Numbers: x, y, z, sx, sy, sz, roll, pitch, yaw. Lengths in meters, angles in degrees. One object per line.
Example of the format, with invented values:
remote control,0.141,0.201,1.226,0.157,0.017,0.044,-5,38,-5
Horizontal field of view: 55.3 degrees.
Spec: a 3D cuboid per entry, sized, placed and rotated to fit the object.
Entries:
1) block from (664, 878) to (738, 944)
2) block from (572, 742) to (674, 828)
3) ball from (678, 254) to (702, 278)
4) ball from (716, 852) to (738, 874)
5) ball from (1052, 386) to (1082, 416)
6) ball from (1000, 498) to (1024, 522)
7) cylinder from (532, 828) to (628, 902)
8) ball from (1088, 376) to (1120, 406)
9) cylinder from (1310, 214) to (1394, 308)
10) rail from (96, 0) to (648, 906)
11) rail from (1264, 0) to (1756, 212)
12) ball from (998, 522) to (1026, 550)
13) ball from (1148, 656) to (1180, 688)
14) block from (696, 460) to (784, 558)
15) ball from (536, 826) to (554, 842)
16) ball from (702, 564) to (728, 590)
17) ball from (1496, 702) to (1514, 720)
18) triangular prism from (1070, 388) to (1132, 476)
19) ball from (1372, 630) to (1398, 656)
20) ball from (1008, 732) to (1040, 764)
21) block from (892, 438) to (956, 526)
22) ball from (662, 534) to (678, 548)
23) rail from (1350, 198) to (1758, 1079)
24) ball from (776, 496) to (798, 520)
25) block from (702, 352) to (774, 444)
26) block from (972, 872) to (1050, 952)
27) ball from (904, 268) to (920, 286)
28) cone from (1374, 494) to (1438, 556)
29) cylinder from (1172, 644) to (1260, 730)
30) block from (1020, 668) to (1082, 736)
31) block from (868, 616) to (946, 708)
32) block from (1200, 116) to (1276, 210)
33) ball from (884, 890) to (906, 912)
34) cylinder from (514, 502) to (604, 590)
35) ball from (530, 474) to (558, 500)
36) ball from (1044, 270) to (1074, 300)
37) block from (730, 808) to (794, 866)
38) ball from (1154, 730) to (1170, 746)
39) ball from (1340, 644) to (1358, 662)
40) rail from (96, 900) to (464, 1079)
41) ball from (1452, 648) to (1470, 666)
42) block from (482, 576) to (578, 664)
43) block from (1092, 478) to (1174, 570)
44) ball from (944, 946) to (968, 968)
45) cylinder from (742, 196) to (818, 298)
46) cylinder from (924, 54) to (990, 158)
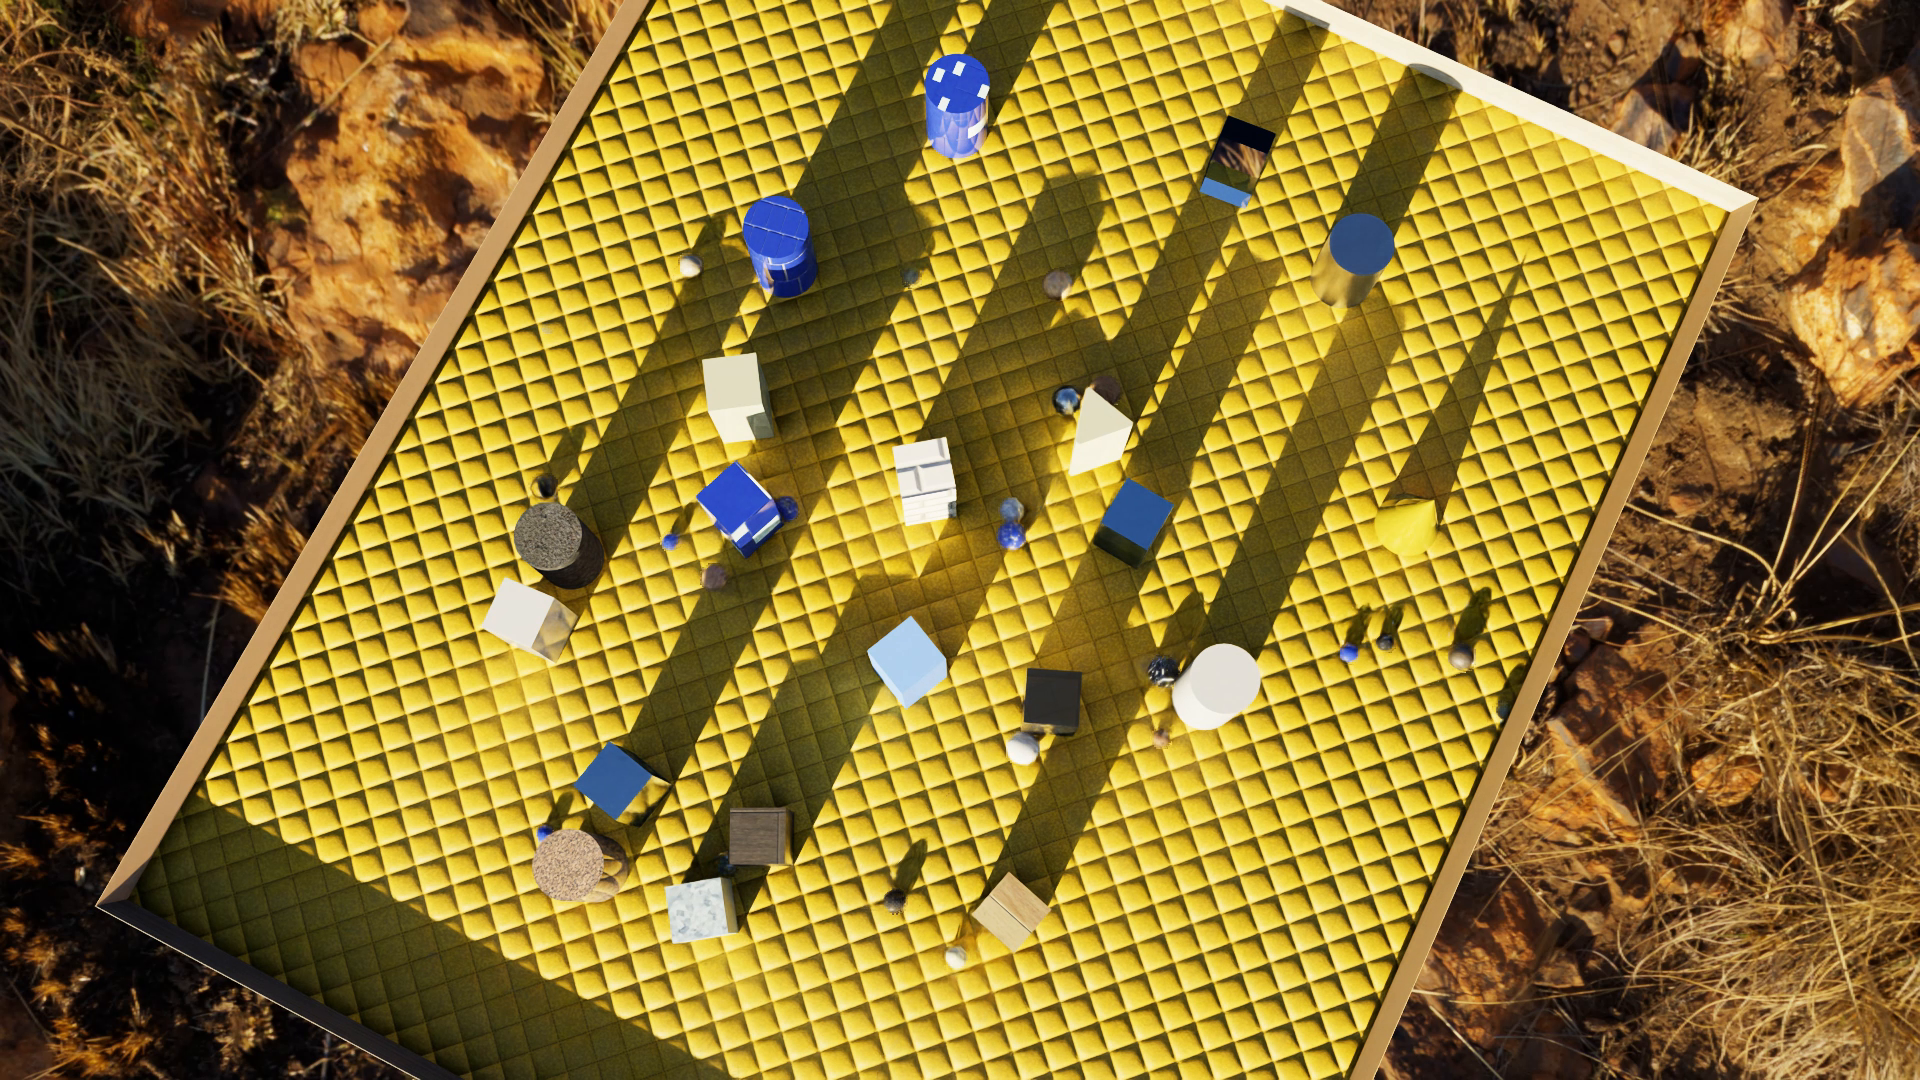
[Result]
block,-0.740,1.065,5.268,0.157,0.250,0.157,-10,78,-2
block,-0.963,0.706,5.272,0.157,0.389,0.157,38,81,7
ball,-0.845,-0.862,5.757,0.074,0.074,0.074,0,78,0
ball,-0.686,0.949,5.385,0.068,0.068,0.068,0,78,0
ball,0.330,-0.430,5.659,0.091,0.091,0.091,0,78,0
ball,0.161,-0.090,5.598,0.074,0.074,0.074,0,78,0
cylinder,-1.077,0.932,5.225,0.197,0.389,0.197,0,78,0
ball,0.443,-0.457,5.661,0.098,0.098,0.098,0,78,0
cylinder,1.204,-0.855,5.637,0.197,0.306,0.197,0,78,0
rail,-1.536,-0.745,5.705,0.045,0.128,4.160,26,80,5
rail,0.920,-1.794,5.922,3.482,0.128,0.045,26,80,5
ball,0.160,-0.012,5.575,0.085,0.085,0.085,0,78,0
ball,0.609,0.396,5.487,0.094,0.094,0.094,0,78,0
block,-0.651,-0.086,5.451,0.157,0.359,0.157,-43,81,-8
ball,-1.223,0.869,5.411,0.052,0.052,0.052,0,78,0
ball,-0.743,0.114,5.554,0.076,0.076,0.076,0,78,0
ball,1.630,0.511,5.483,0.055,0.055,0.055,0,78,0
triangular prism,0.394,-0.335,5.487,0.170,0.390,0.148,-19,79,-4
ball,1.281,0.310,5.526,0.081,0.081,0.081,0,78,0
ball,0.188,0.618,5.439,0.097,0.097,0.097,0,78,0
block,-0.104,-0.170,5.465,0.157,0.365,0.157,-11,79,-2
ball,-0.884,0.003,5.592,0.047,0.047,0.047,0,78,0
rail,1.536,0.759,5.393,0.045,0.128,4.160,26,80,5
ball,-0.531,-0.098,5.600,0.073,0.073,0.073,0,78,0
block,-0.664,-0.423,5.517,0.157,0.367,0.157,-8,78,-2
block,0.144,1.067,5.252,0.157,0.282,0.157,41,81,8
ball,-0.151,-0.826,5.761,0.053,0.053,0.053,0,78,0
cone,1.372,-0.081,5.464,0.197,0.332,0.197,0,78,0
cylinder,0.737,0.430,5.305,0.197,0.436,0.197,0,78,0
block,0.265,0.478,5.368,0.157,0.293,0.157,4,78,1
block,-0.150,0.362,5.343,0.157,0.389,0.157,-38,81,-7
block,0.867,-1.179,5.732,0.157,0.252,0.157,22,79,4
ball,-0.192,1.056,5.364,0.067,0.067,0.067,0,78,0
cylinder,-1.186,0.020,5.439,0.197,0.339,0.197,0,78,0
ball,-1.274,-0.162,5.609,0.079,0.079,0.079,0,78,0
ball,0.308,-0.799,5.736,0.091,0.091,0.091,0,78,0
block,-0.571,0.862,5.301,0.157,0.269,0.157,0,78,0
ball,0.602,0.590,5.468,0.051,0.051,0.051,0,78,0
ball,1.171,0.339,5.517,0.057,0.057,0.057,0,78,0
rail,-0.920,1.808,5.176,3.482,0.128,0.045,26,80,5
ball,1.504,0.350,5.503,0.052,0.052,0.052,0,78,0
block,-1.263,0.240,5.397,0.157,0.334,0.157,22,79,4
block,0.515,-0.045,5.469,0.157,0.308,0.157,31,80,6
ball,-0.011,1.214,5.332,0.066,0.066,0.066,0,78,0
cylinder,-0.548,-0.895,5.621,0.197,0.353,0.197,0,78,0
cylinder,-0.009,-1.352,5.725,0.197,0.336,0.197,0,78,0
